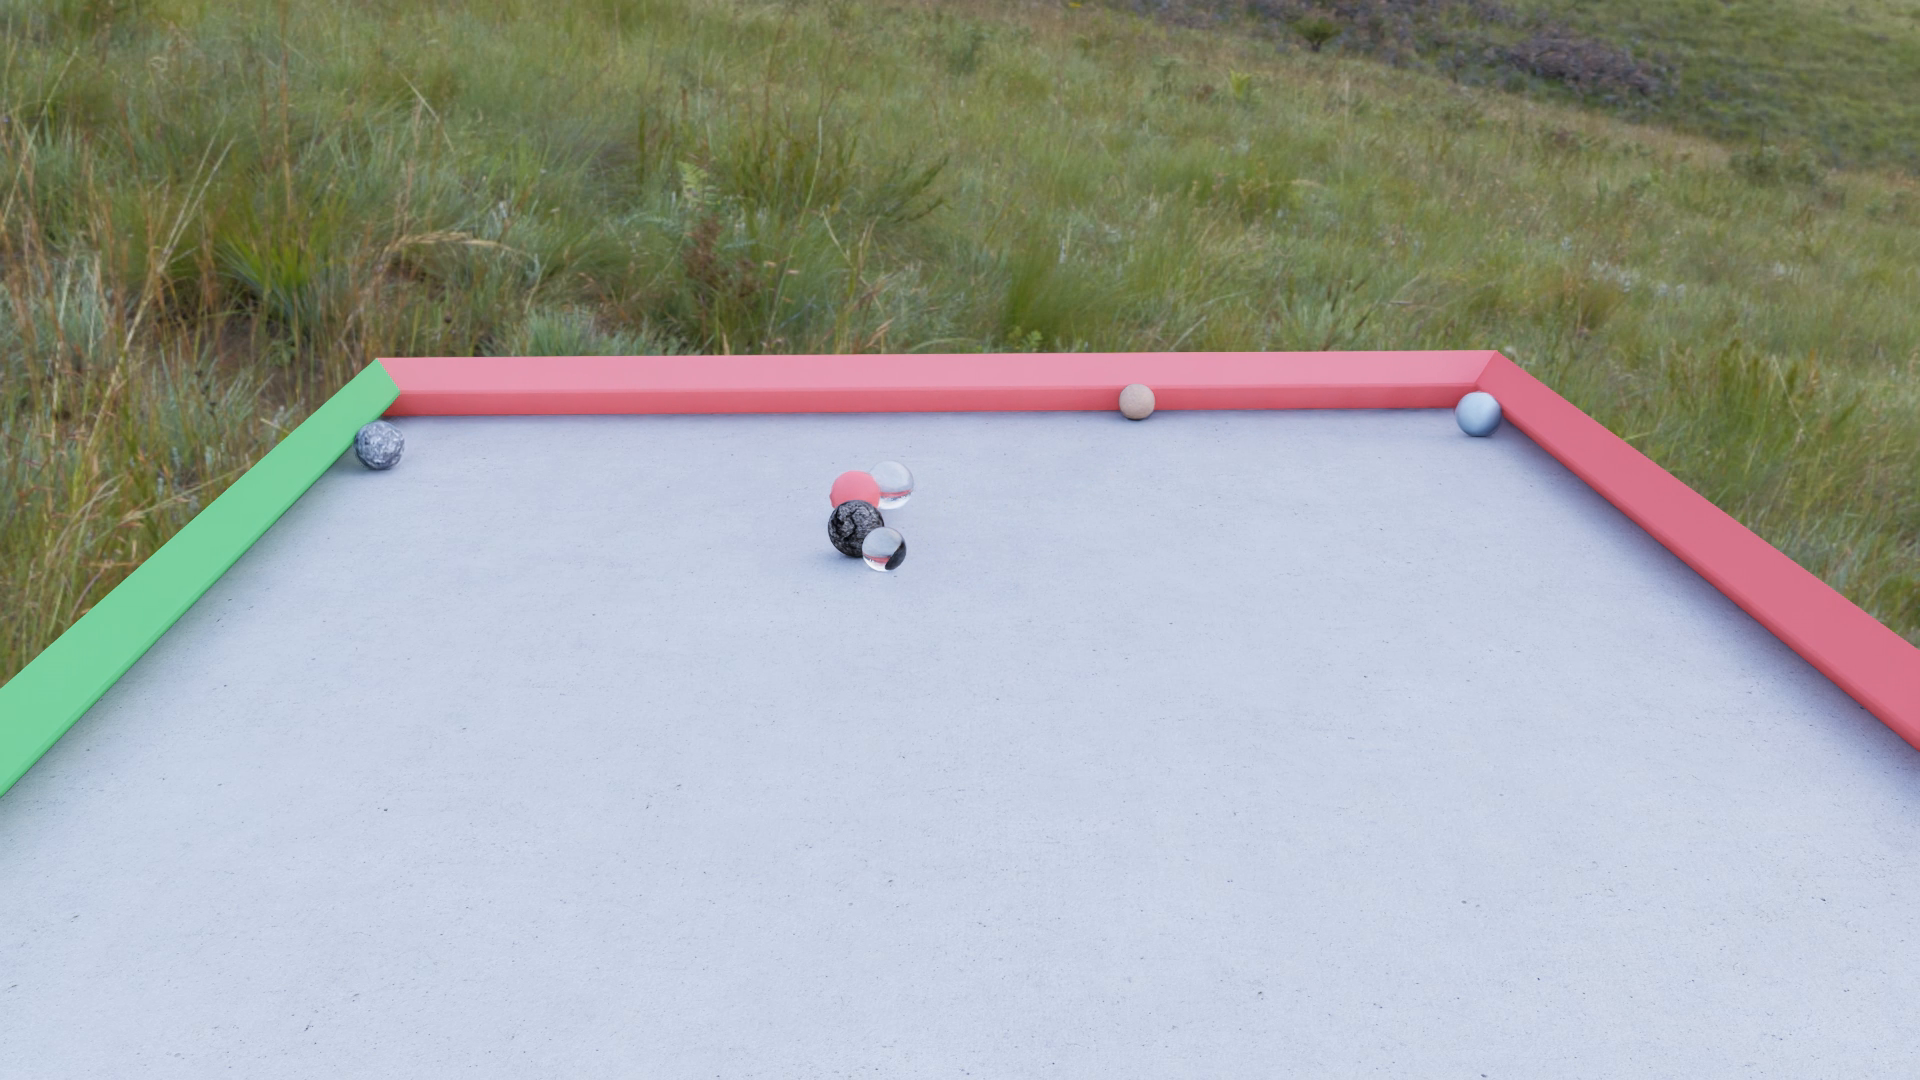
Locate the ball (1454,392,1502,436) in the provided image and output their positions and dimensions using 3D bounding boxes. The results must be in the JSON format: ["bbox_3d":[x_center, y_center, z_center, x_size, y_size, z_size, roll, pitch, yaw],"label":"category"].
[{"bbox_3d":[0.816,-0.199,3.465,0.071,0.071,0.071,0,16,0],"label":"ball"}]

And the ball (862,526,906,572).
[{"bbox_3d":[-0.095,0.011,2.753,0.056,0.056,0.056,0,16,0],"label":"ball"}]

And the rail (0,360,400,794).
[{"bbox_3d":[-0.868,0.239,1.879,0.045,0.095,3.589,-1,16,-2],"label":"rail"}]

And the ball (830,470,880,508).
[{"bbox_3d":[-0.143,-0.060,2.983,0.068,0.068,0.068,0,16,0],"label":"ball"}]

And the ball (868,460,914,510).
[{"bbox_3d":[-0.097,-0.076,3.038,0.069,0.069,0.069,0,16,0],"label":"ball"}]

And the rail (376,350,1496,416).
[{"bbox_3d":[-0.030,-0.254,3.611,1.847,0.095,0.045,-1,16,-2],"label":"rail"}]

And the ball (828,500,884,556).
[{"bbox_3d":[-0.133,-0.015,2.816,0.073,0.073,0.073,0,16,0],"label":"ball"}]

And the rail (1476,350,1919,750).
[{"bbox_3d":[0.930,0.222,1.939,0.045,0.095,3.589,-1,16,-2],"label":"rail"}]

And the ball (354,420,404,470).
[{"bbox_3d":[-0.860,-0.141,3.257,0.073,0.073,0.073,0,16,0],"label":"ball"}]

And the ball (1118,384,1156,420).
[{"bbox_3d":[0.289,-0.225,3.579,0.059,0.059,0.059,0,16,0],"label":"ball"}]
